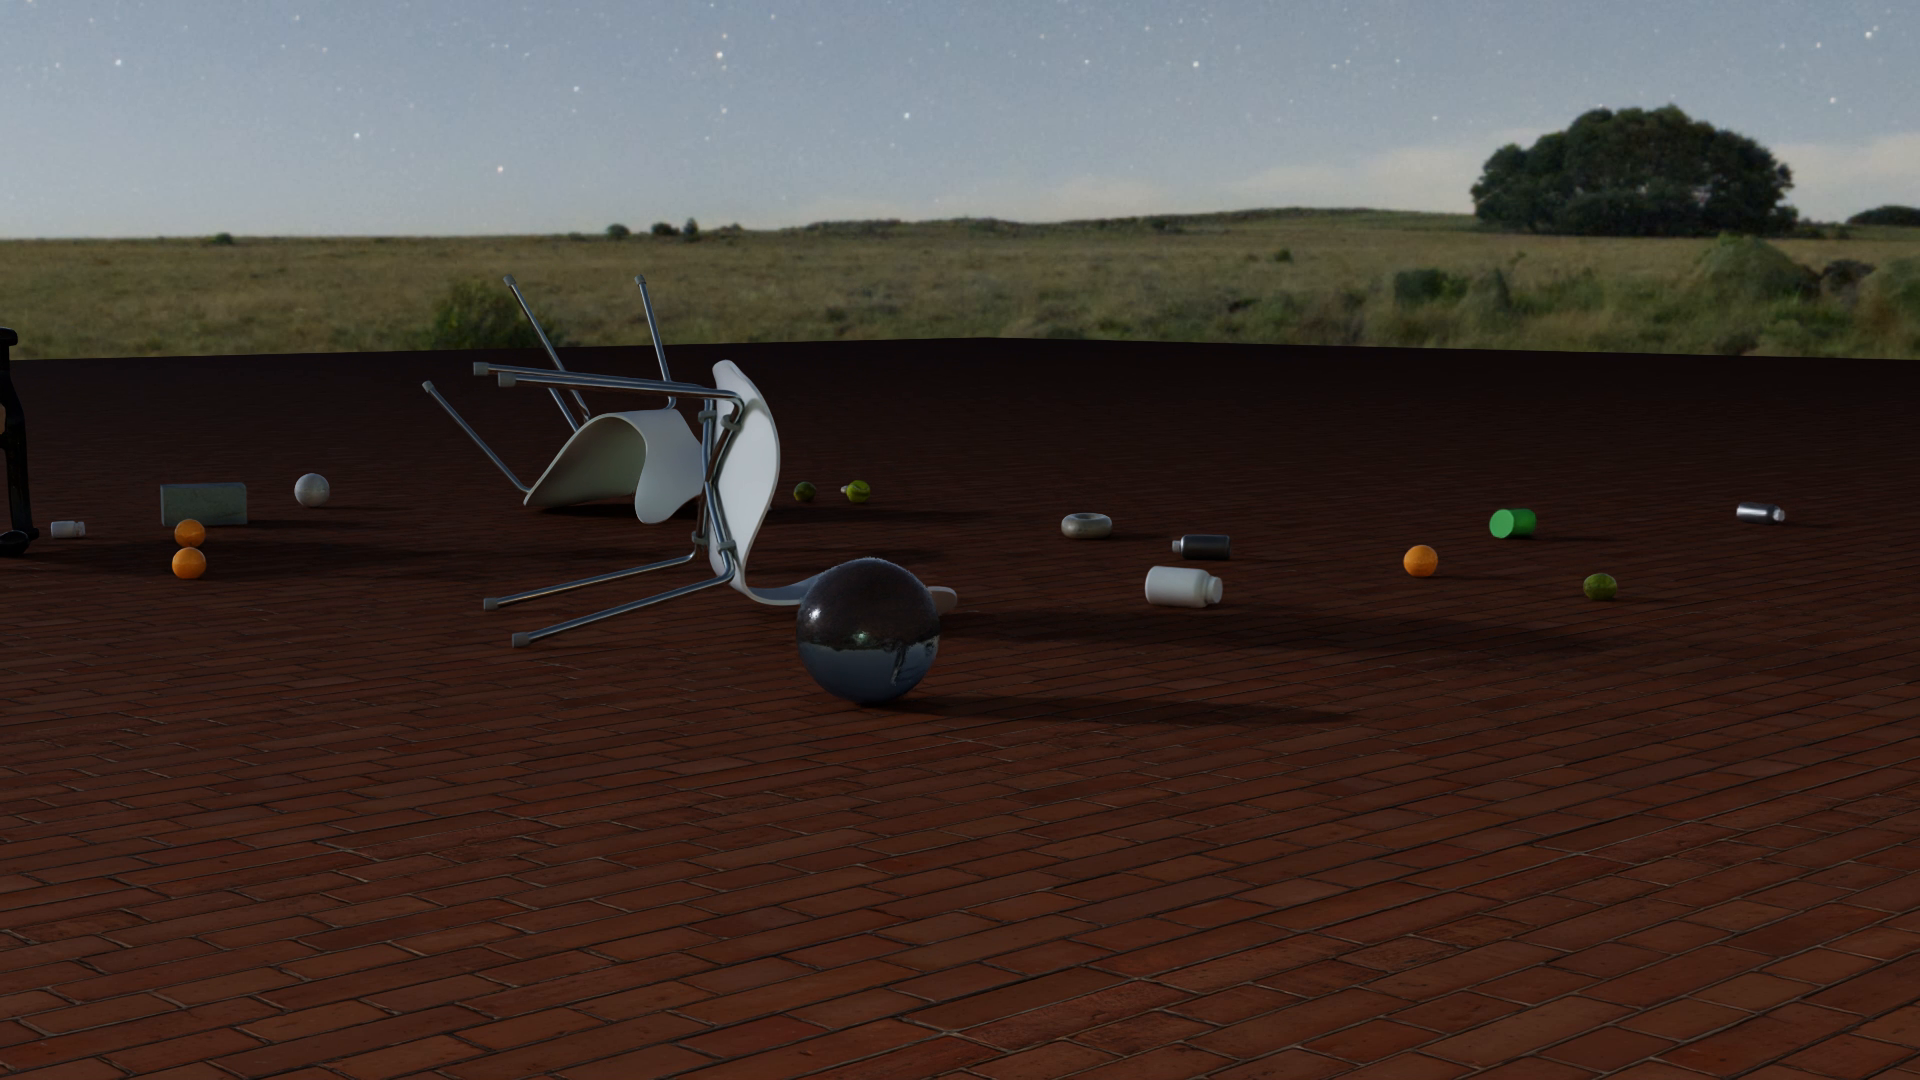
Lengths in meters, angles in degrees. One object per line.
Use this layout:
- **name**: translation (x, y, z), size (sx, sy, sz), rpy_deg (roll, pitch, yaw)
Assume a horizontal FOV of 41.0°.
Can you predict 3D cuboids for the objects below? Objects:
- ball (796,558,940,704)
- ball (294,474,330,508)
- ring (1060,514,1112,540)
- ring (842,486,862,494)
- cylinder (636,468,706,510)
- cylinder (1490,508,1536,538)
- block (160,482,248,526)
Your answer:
- **ball**: translation (-0.142, 0.141, 3.953), size (0.224, 0.224, 0.224), rpy_deg (0, 6, 0)
- **ball**: translation (-1.842, -0.140, 7.294), size (0.099, 0.099, 0.099), rpy_deg (0, 6, 0)
- **ring**: translation (0.321, -0.034, 6.499), size (0.131, 0.052, 0.226), rpy_deg (2, 7, 8)
- **ring**: translation (-0.330, -0.151, 7.774), size (0.060, 0.022, 0.106), rpy_deg (2, 7, 10)
- **cylinder**: translation (-0.822, -0.145, 7.271), size (0.167, 0.104, 0.117), rpy_deg (-25, 18, -30)
- **cylinder**: translation (1.393, -0.042, 6.464), size (0.073, 0.070, 0.096), rpy_deg (-9, -12, -24)
- **block**: translation (-2.019, -0.095, 6.849), size (0.211, 0.100, 0.155), rpy_deg (-2, 6, -20)
